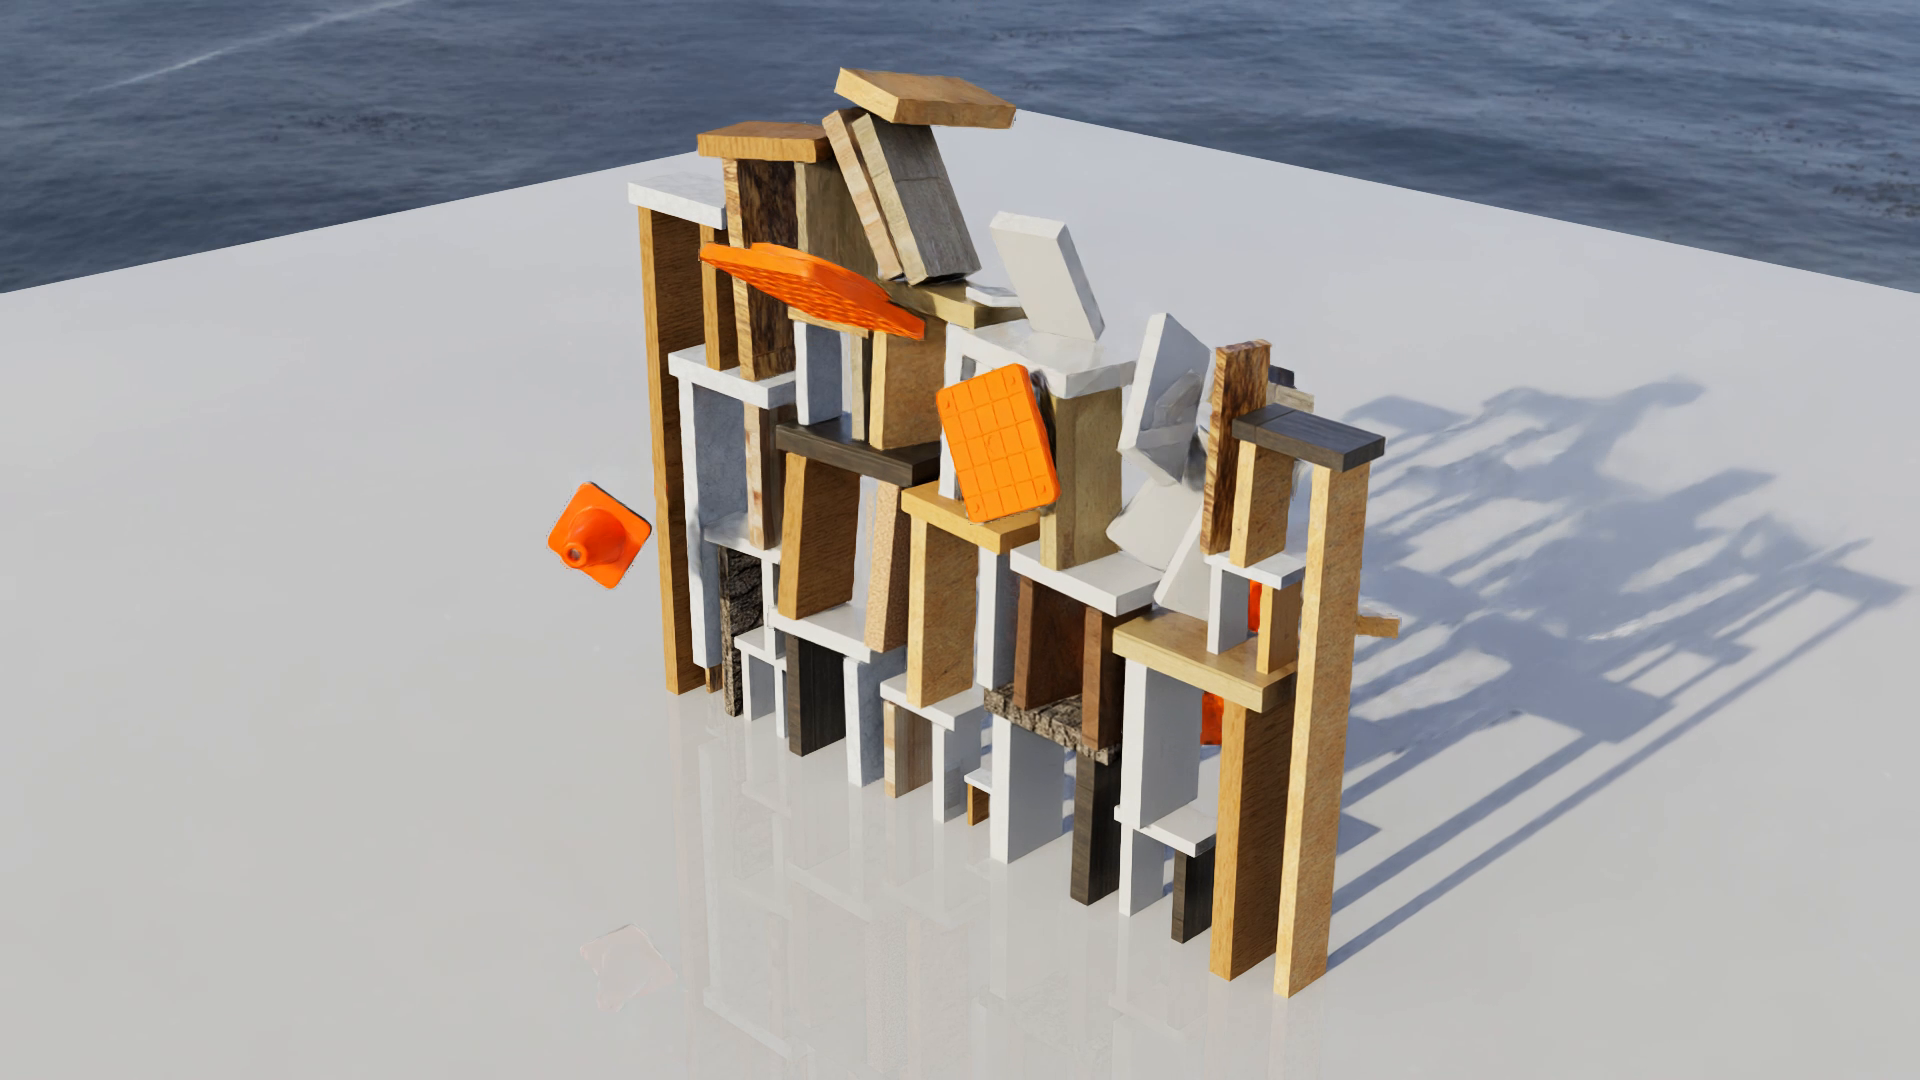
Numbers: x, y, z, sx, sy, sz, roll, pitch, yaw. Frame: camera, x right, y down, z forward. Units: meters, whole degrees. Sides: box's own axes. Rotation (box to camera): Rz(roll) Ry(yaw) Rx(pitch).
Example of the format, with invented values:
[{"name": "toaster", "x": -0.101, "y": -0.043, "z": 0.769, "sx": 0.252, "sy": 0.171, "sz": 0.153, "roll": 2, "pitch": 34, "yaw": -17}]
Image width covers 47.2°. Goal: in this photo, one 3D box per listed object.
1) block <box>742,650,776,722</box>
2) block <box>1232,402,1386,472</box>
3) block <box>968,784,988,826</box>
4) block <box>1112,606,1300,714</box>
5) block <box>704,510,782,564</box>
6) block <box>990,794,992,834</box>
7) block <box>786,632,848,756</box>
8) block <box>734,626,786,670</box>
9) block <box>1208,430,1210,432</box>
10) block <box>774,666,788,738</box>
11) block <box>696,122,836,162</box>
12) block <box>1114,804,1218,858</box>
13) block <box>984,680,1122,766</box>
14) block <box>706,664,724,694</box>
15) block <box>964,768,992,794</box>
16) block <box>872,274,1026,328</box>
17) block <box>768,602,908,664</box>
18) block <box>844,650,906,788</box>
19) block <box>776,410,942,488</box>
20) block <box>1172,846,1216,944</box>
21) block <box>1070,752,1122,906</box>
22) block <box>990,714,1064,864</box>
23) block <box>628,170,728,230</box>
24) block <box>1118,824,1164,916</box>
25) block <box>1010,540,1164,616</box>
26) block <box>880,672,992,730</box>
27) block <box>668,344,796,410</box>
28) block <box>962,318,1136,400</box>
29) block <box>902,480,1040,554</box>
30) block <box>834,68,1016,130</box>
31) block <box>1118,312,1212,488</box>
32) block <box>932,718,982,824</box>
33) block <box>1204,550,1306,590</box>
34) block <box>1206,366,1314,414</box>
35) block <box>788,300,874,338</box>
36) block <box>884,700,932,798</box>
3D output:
[{"name": "block", "x": -0.437, "y": 0.305, "z": 4.825, "sx": 0.085, "sy": 0.169, "sz": 0.024, "roll": -21, "pitch": 31, "yaw": -41}, {"name": "block", "x": 0.561, "y": -0.167, "z": 3.548, "sx": 0.111, "sy": 0.031, "sz": 0.222, "roll": -21, "pitch": 31, "yaw": -40}, {"name": "block", "x": 0.036, "y": 0.522, "z": 4.410, "sx": 0.013, "sy": 0.094, "sz": 0.047, "roll": 21, "pitch": 31, "yaw": 41}, {"name": "block", "x": 0.445, "y": 0.200, "z": 3.826, "sx": 0.330, "sy": 0.047, "sz": 0.165, "roll": 21, "pitch": 31, "yaw": 41}, {"name": "block", "x": -0.422, "y": -0.006, "z": 4.663, "sx": 0.225, "sy": 0.032, "sz": 0.112, "roll": 17, "pitch": 28, "yaw": 34}, {"name": "block", "x": 0.081, "y": 0.540, "z": 4.369, "sx": 0.013, "sy": 0.094, "sz": 0.047, "roll": 21, "pitch": 31, "yaw": 41}, {"name": "block", "x": -0.301, "y": 0.307, "z": 4.677, "sx": 0.040, "sy": 0.281, "sz": 0.140, "roll": 21, "pitch": 31, "yaw": 40}, {"name": "block", "x": -0.399, "y": 0.233, "z": 4.747, "sx": 0.169, "sy": 0.024, "sz": 0.085, "roll": 21, "pitch": 31, "yaw": 40}, {"name": "block", "x": 0.529, "y": -0.181, "z": 3.830, "sx": 0.127, "sy": 0.036, "sz": 0.255, "roll": 18, "pitch": -3, "yaw": -9}, {"name": "block", "x": -0.358, "y": 0.337, "z": 4.751, "sx": 0.024, "sy": 0.169, "sz": 0.085, "roll": 21, "pitch": 31, "yaw": 40}, {"name": "block", "x": -0.350, "y": -0.777, "z": 4.288, "sx": 0.300, "sy": 0.042, "sz": 0.150, "roll": 10, "pitch": 24, "yaw": 35}, {"name": "block", "x": 0.386, "y": 0.516, "z": 4.021, "sx": 0.191, "sy": 0.027, "sz": 0.095, "roll": 21, "pitch": 31, "yaw": 41}, {"name": "block", "x": 0.211, "y": 0.323, "z": 4.133, "sx": 0.157, "sy": 0.045, "sz": 0.315, "roll": -21, "pitch": 31, "yaw": -41}, {"name": "block", "x": -0.550, "y": 0.296, "z": 4.947, "sx": 0.013, "sy": 0.091, "sz": 0.045, "roll": 21, "pitch": 31, "yaw": 41}, {"name": "block", "x": 0.059, "y": 0.482, "z": 4.369, "sx": 0.094, "sy": 0.013, "sz": 0.047, "roll": 21, "pitch": 31, "yaw": 41}, {"name": "block", "x": -0.016, "y": -0.459, "z": 4.174, "sx": 0.146, "sy": 0.041, "sz": 0.292, "roll": -11, "pitch": 24, "yaw": -40}, {"name": "block", "x": -0.245, "y": 0.179, "z": 4.550, "sx": 0.281, "sy": 0.040, "sz": 0.140, "roll": 18, "pitch": 24, "yaw": 36}, {"name": "block", "x": -0.172, "y": 0.357, "z": 4.558, "sx": 0.040, "sy": 0.281, "sz": 0.140, "roll": 19, "pitch": 29, "yaw": 41}, {"name": "block", "x": -0.177, "y": -0.185, "z": 4.392, "sx": 0.354, "sy": 0.050, "sz": 0.177, "roll": 18, "pitch": 24, "yaw": 34}, {"name": "block", "x": 0.431, "y": 0.634, "z": 4.022, "sx": 0.095, "sy": 0.191, "sz": 0.027, "roll": -21, "pitch": 31, "yaw": -41}, {"name": "block", "x": 0.283, "y": 0.517, "z": 4.137, "sx": 0.157, "sy": 0.315, "sz": 0.045, "roll": -21, "pitch": 32, "yaw": -40}, {"name": "block", "x": 0.133, "y": 0.459, "z": 4.276, "sx": 0.158, "sy": 0.315, "sz": 0.045, "roll": -21, "pitch": 32, "yaw": -41}, {"name": "block", "x": -0.525, "y": -0.696, "z": 4.492, "sx": 0.151, "sy": 0.043, "sz": 0.302, "roll": -21, "pitch": 31, "yaw": -40}, {"name": "block", "x": 0.341, "y": 0.599, "z": 4.105, "sx": 0.027, "sy": 0.191, "sz": 0.095, "roll": 21, "pitch": 31, "yaw": 41}, {"name": "block", "x": 0.232, "y": 0.058, "z": 3.947, "sx": 0.136, "sy": 0.039, "sz": 0.273, "roll": -19, "pitch": 29, "yaw": -37}, {"name": "block", "x": -0.049, "y": 0.319, "z": 4.426, "sx": 0.106, "sy": 0.030, "sz": 0.212, "roll": -20, "pitch": 30, "yaw": -41}, {"name": "block", "x": -0.441, "y": -0.347, "z": 4.556, "sx": 0.318, "sy": 0.045, "sz": 0.159, "roll": 21, "pitch": 31, "yaw": 40}, {"name": "block", "x": 0.154, "y": -0.326, "z": 3.912, "sx": 0.153, "sy": 0.043, "sz": 0.307, "roll": -15, "pitch": 27, "yaw": -32}, {"name": "block", "x": 0.035, "y": -0.051, "z": 4.164, "sx": 0.144, "sy": 0.041, "sz": 0.288, "roll": -17, "pitch": 28, "yaw": -37}, {"name": "block", "x": -0.063, "y": -0.847, "z": 4.227, "sx": 0.165, "sy": 0.047, "sz": 0.330, "roll": 35, "pitch": 28, "yaw": 34}, {"name": "block", "x": 0.356, "y": -0.244, "z": 3.817, "sx": 0.038, "sy": 0.270, "sz": 0.135, "roll": -9, "pitch": -33, "yaw": 43}, {"name": "block", "x": -0.006, "y": 0.453, "z": 4.421, "sx": 0.106, "sy": 0.212, "sz": 0.030, "roll": -21, "pitch": 31, "yaw": -41}, {"name": "block", "x": 0.500, "y": 0.039, "z": 3.704, "sx": 0.161, "sy": 0.023, "sz": 0.081, "roll": 21, "pitch": 31, "yaw": 40}, {"name": "block", "x": 0.524, "y": -0.245, "z": 3.829, "sx": 0.183, "sy": 0.026, "sz": 0.091, "roll": 18, "pitch": 36, "yaw": 0}, {"name": "block", "x": -0.228, "y": -0.443, "z": 4.351, "sx": 0.208, "sy": 0.029, "sz": 0.104, "roll": 17, "pitch": 25, "yaw": 34}, {"name": "block", "x": -0.106, "y": 0.414, "z": 4.513, "sx": 0.030, "sy": 0.212, "sz": 0.106, "roll": 21, "pitch": 31, "yaw": 41}]
